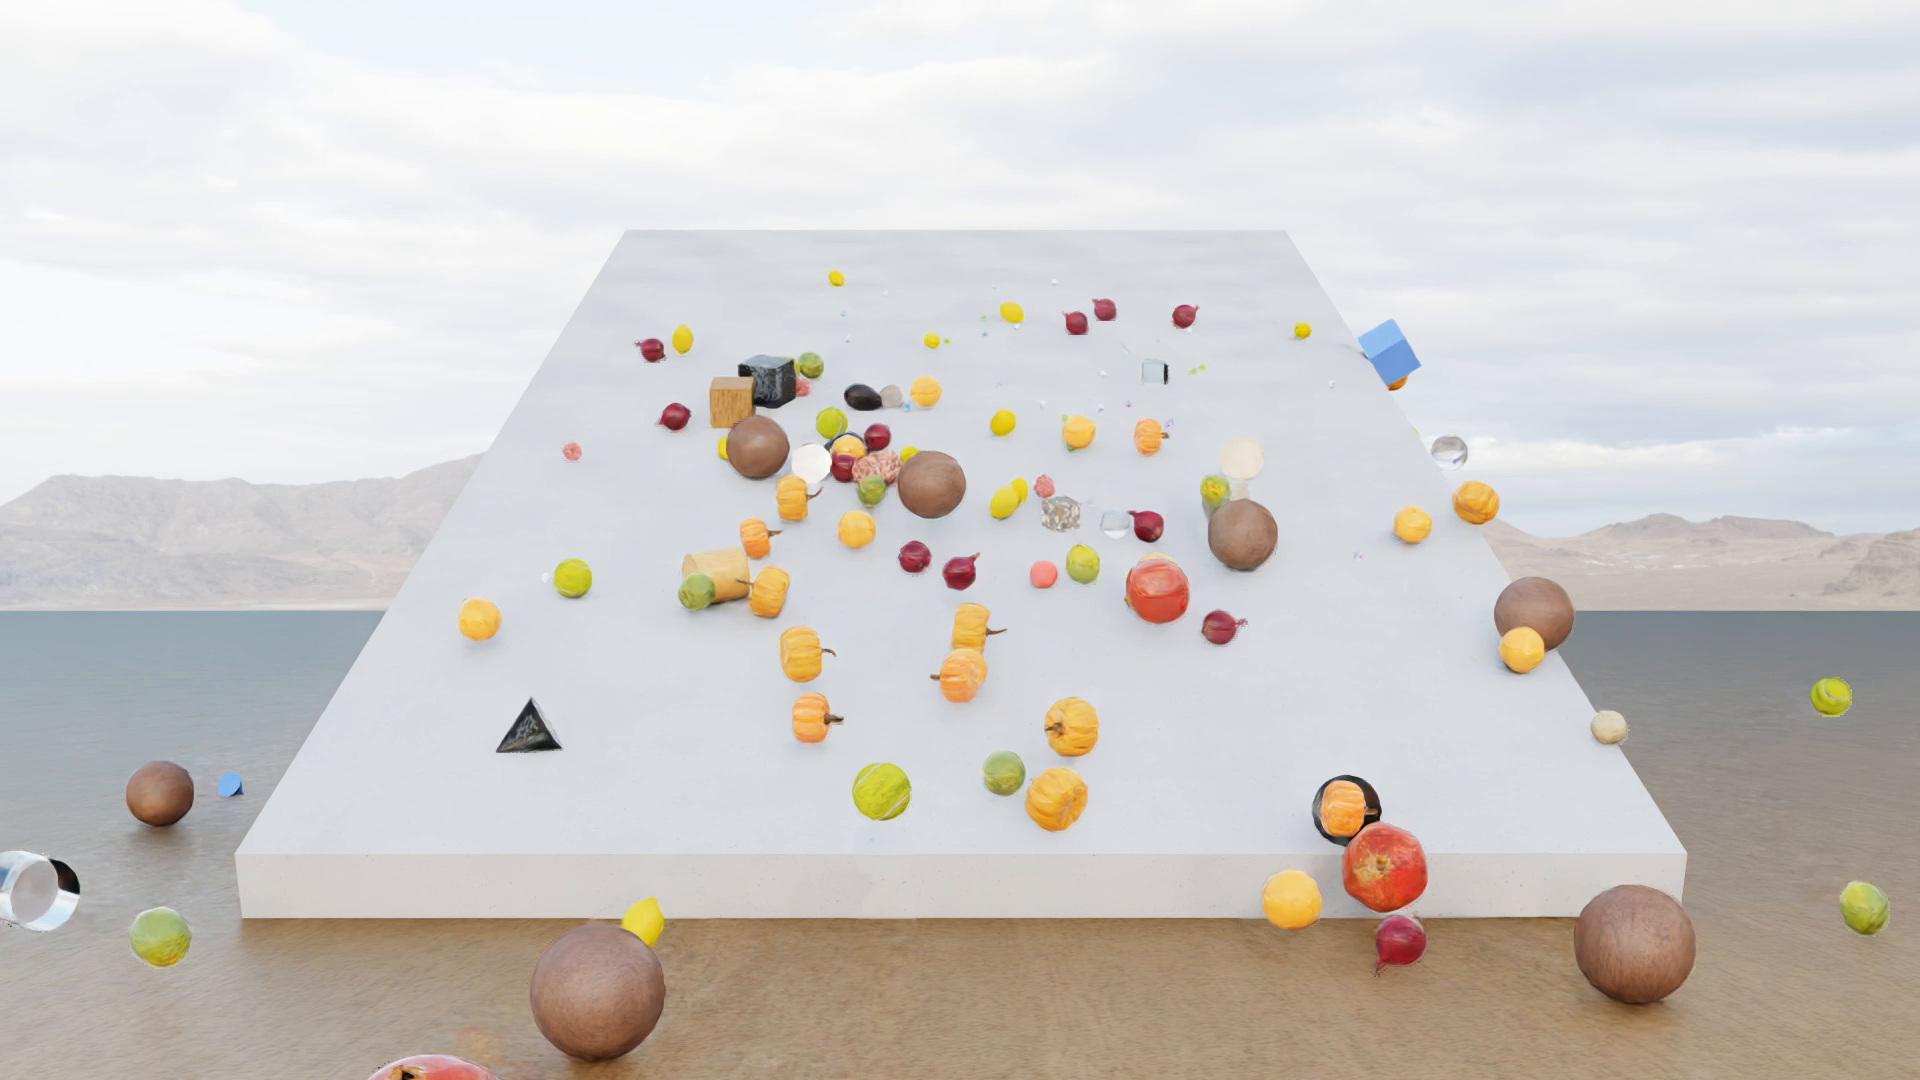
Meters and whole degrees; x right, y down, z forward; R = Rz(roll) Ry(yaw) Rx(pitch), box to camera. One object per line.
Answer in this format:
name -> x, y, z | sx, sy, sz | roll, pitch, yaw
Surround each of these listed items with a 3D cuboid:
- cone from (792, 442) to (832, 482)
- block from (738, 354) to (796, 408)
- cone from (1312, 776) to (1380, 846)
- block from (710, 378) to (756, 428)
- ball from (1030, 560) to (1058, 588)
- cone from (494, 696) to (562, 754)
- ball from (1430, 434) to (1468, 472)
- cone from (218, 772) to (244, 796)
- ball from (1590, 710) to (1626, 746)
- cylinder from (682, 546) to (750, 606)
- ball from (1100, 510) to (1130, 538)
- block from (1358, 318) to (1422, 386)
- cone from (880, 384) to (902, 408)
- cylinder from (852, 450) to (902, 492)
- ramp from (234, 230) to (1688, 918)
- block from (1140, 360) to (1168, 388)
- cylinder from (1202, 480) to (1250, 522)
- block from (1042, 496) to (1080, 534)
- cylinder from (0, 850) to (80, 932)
cone -> -0.305, -0.153, 4.666 | 0.082, 0.082, 0.082 | 0, -7, -3
block -> -0.438, -0.360, 5.150 | 0.094, 0.094, 0.094 | 9, 22, 22
cone -> 0.557, 0.383, 3.193 | 0.098, 0.098, 0.098 | -1, -9, 25
block -> -0.501, -0.302, 4.997 | 0.090, 0.090, 0.090 | 0, 20, 0
ball -> 0.150, 0.061, 4.063 | 0.051, 0.051, 0.051 | 0, -2, 0
cone -> -0.664, 0.298, 3.425 | 0.091, 0.091, 0.091 | -31, 1, -6
ball -> 1.059, -0.189, 4.911 | 0.081, 0.081, 0.081 | 0, -2, 0
cone -> -1.658, 0.570, 5.194 | 0.060, 0.060, 0.060 | -1, -28, 19
ball -> 0.987, 0.285, 3.449 | 0.054, 0.054, 0.054 | 0, -2, 0
cylinder -> -0.428, 0.063, 3.988 | 0.092, 0.092, 0.092 | -10, 3, -25
ball -> 0.294, -0.030, 4.305 | 0.056, 0.056, 0.056 | 0, -2, 0
block -> 1.046, -0.458, 5.530 | 0.099, 0.099, 0.099 | -31, 35, 11
cone -> -0.155, -0.321, 5.147 | 0.053, 0.053, 0.053 | 0, -7, 1
cylinder -> -0.167, -0.140, 4.581 | 0.071, 0.071, 0.071 | -20, 13, -42
ramp -> -0.005, -0.208, 5.017 | 2.000, 0.100, 4.000 | 0, 20, 0
block -> 0.453, -0.390, 5.296 | 0.052, 0.052, 0.052 | -2, 20, -5
cylinder -> 0.517, -0.076, 4.404 | 0.074, 0.074, 0.074 | -4, -1, -10
block -> 0.195, -0.049, 4.363 | 0.053, 0.053, 0.053 | -12, 23, -30
cylinder -> -1.215, 0.457, 2.957 | 0.093, 0.093, 0.093 | 3, 1, 42
